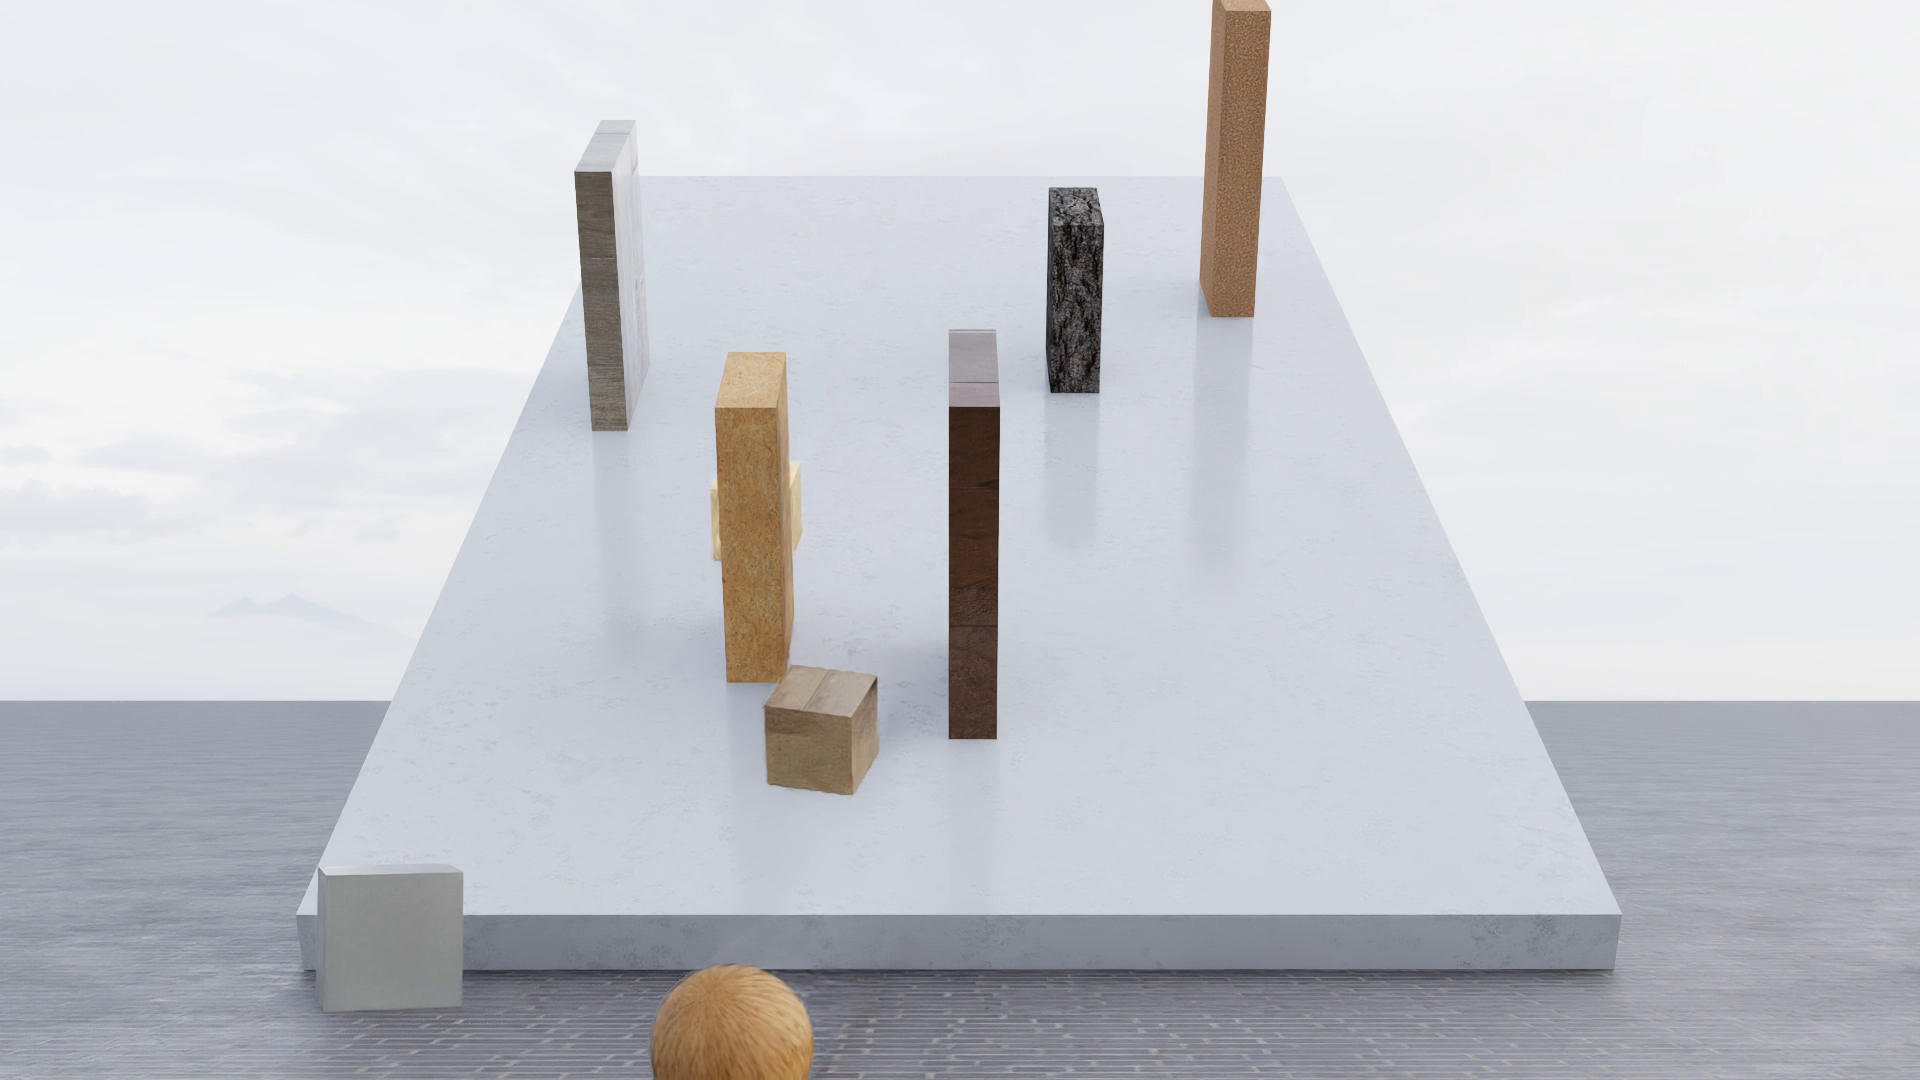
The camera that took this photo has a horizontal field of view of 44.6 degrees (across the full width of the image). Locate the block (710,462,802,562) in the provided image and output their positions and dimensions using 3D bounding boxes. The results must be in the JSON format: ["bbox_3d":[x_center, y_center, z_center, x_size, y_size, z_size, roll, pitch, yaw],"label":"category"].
[{"bbox_3d":[-0.406,-0.058,4.685,0.156,0.156,0.156,2,25,5],"label":"block"}]

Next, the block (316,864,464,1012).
[{"bbox_3d":[-0.784,0.542,3.208,0.180,0.180,0.180,1,-4,-18],"label":"block"}]

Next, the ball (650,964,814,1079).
[{"bbox_3d":[-0.221,0.491,2.264,0.158,0.158,0.158,0,-4,0],"label":"ball"}]

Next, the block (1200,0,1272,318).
[{"bbox_3d":[0.697,-0.989,5.959,0.110,0.782,0.306,0,25,0],"label":"block"}]

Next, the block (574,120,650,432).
[{"bbox_3d":[-0.790,-0.609,5.344,0.081,0.602,0.432,0,25,0],"label":"block"}]

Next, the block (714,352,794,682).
[{"bbox_3d":[-0.366,-0.042,4.206,0.105,0.529,0.274,0,25,0],"label":"block"}]

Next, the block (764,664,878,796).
[{"bbox_3d":[-0.229,0.315,3.888,0.149,0.149,0.149,6,26,13],"label":"block"}]

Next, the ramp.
[{"bbox_3d":[-0.009,-0.229,5.362,2.000,0.100,4.000,0,25,0],"label":"ramp"}]

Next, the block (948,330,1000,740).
[{"bbox_3d":[0.022,-0.013,4.047,0.083,0.612,0.368,0,25,0],"label":"block"}]

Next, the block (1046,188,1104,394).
[{"bbox_3d":[0.270,-0.595,5.548,0.115,0.409,0.306,0,25,0],"label":"block"}]
